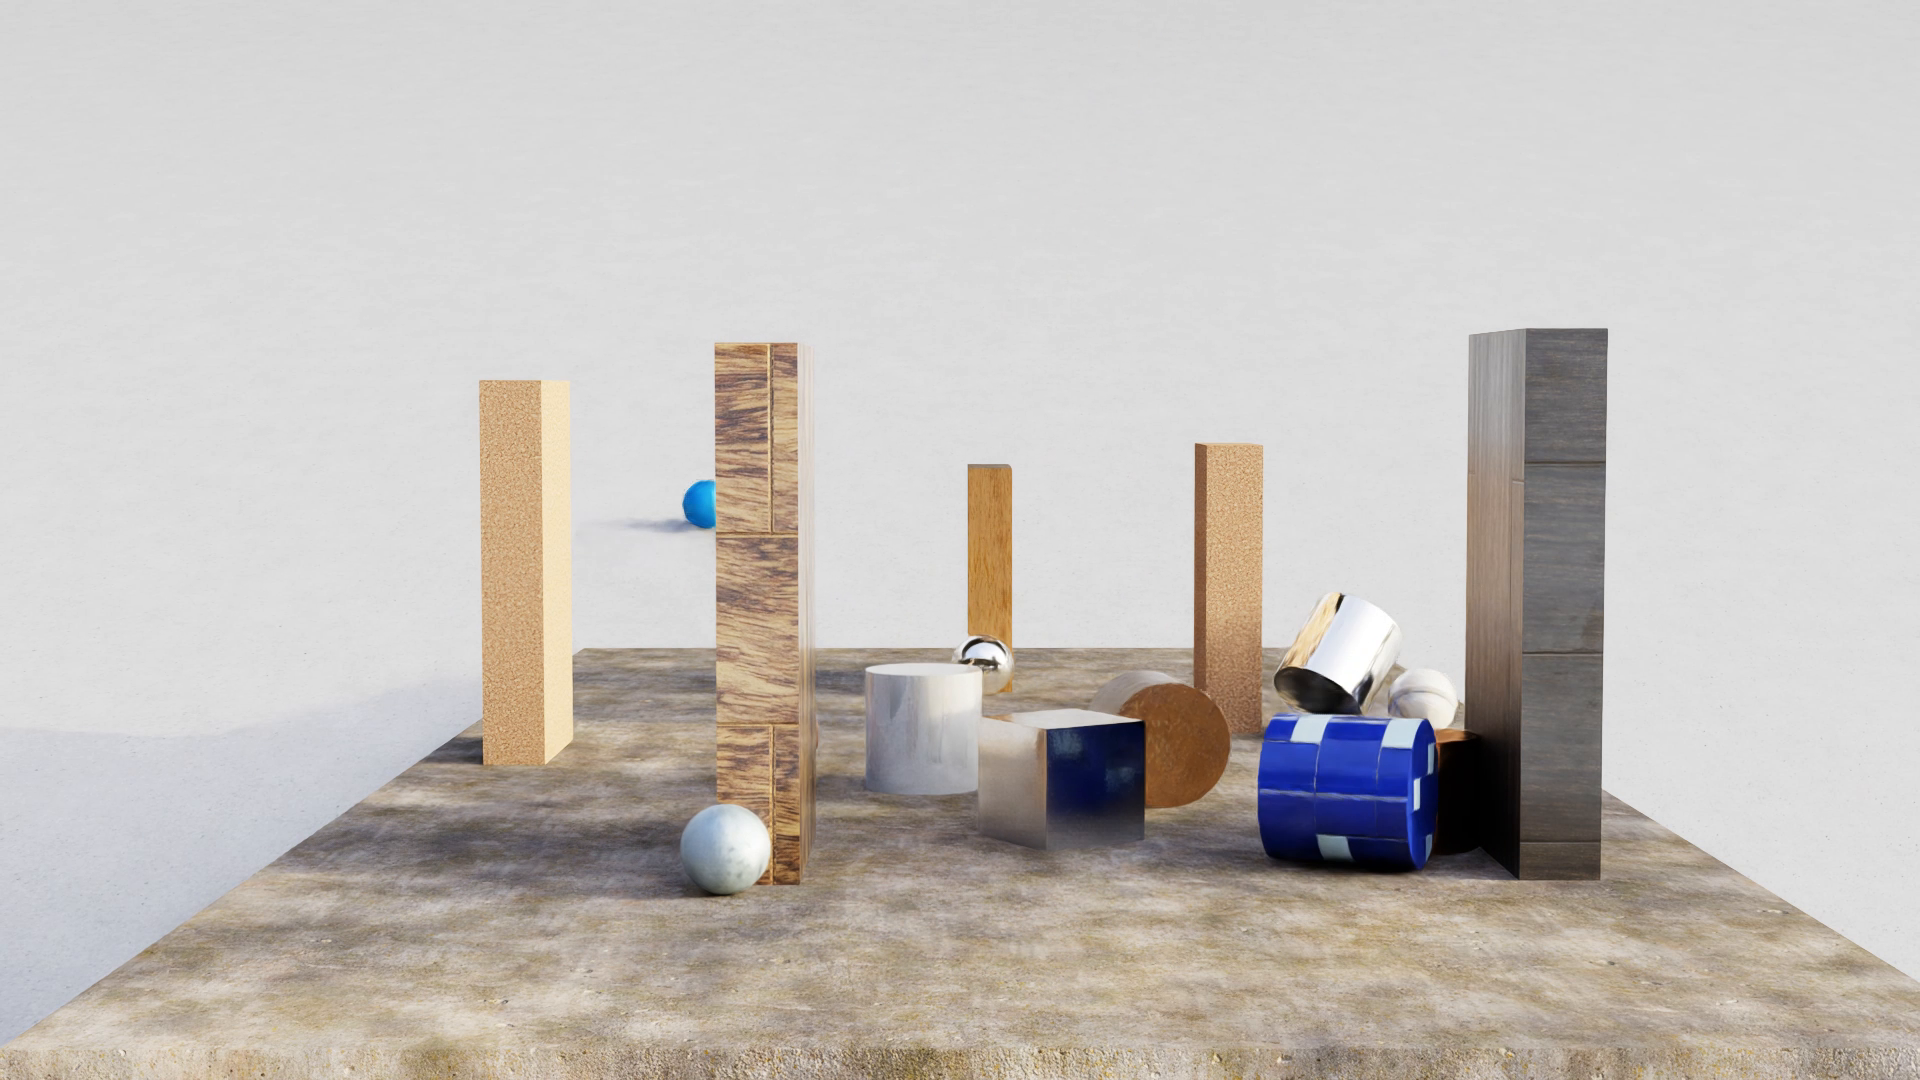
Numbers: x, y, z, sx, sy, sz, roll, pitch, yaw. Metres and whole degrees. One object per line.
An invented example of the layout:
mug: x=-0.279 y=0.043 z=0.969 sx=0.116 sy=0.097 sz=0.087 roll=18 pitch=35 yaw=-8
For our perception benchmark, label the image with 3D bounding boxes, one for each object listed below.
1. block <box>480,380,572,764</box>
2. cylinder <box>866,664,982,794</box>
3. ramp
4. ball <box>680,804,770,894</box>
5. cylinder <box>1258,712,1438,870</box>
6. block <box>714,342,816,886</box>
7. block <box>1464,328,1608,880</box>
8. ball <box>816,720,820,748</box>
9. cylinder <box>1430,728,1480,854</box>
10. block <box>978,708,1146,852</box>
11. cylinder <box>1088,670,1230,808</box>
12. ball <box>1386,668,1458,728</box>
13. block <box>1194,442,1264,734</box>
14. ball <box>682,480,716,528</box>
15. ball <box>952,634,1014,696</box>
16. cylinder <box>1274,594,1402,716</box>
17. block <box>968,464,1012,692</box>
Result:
block: x=-0.777 y=0.048 z=4.618 sx=0.107 sy=0.669 sz=0.327 roll=0 pitch=3 yaw=0
cylinder: x=-0.060 y=0.309 z=4.228 sx=0.193 sy=0.193 sz=0.193 roll=0 pitch=3 yaw=0
ramp: x=0.048 y=0.438 z=4.532 sx=2.000 sy=0.100 sz=4.000 roll=0 pitch=3 yaw=0
ball: x=-0.303 y=0.399 z=3.315 sx=0.117 sy=0.117 sz=0.117 roll=0 pitch=21 yaw=0
cylinder: x=0.535 y=0.343 z=3.528 sx=0.204 sy=0.204 sz=0.204 roll=1 pitch=20 yaw=22
block: x=-0.265 y=0.087 z=3.552 sx=0.108 sy=0.711 sz=0.392 roll=0 pitch=3 yaw=0
block: x=0.795 y=0.076 z=3.573 sx=0.108 sy=0.730 sz=0.375 roll=0 pitch=3 yaw=0
ball: x=-0.309 y=0.327 z=4.324 sx=0.145 sy=0.145 sz=0.145 roll=0 pitch=21 yaw=0
cylinder: x=0.661 y=0.357 z=3.674 sx=0.158 sy=0.158 sz=0.158 roll=0 pitch=3 yaw=0
block: x=0.147 y=0.346 z=3.735 sx=0.174 sy=0.174 sz=0.174 roll=-2 pitch=4 yaw=-33
cylinder: x=0.311 y=0.314 z=4.090 sx=0.195 sy=0.195 sz=0.195 roll=-3 pitch=4 yaw=-8
ball: x=0.867 y=0.305 z=4.823 sx=0.130 sy=0.130 sz=0.130 roll=0 pitch=21 yaw=0
block: x=0.520 y=0.087 z=4.995 sx=0.106 sy=0.547 sz=0.252 roll=0 pitch=3 yaw=0
ball: x=-0.748 y=-0.106 z=7.594 sx=0.144 sy=0.144 sz=0.144 roll=0 pitch=21 yaw=0
ball: x=0.048 y=0.267 z=5.488 sx=0.132 sy=0.132 sz=0.132 roll=0 pitch=21 yaw=0
cylinder: x=0.726 y=0.233 z=4.928 sx=0.186 sy=0.186 sz=0.186 roll=14 pitch=57 yaw=33
block: x=0.065 y=0.077 z=5.726 sx=0.095 sy=0.483 sz=0.365 roll=0 pitch=3 yaw=0
